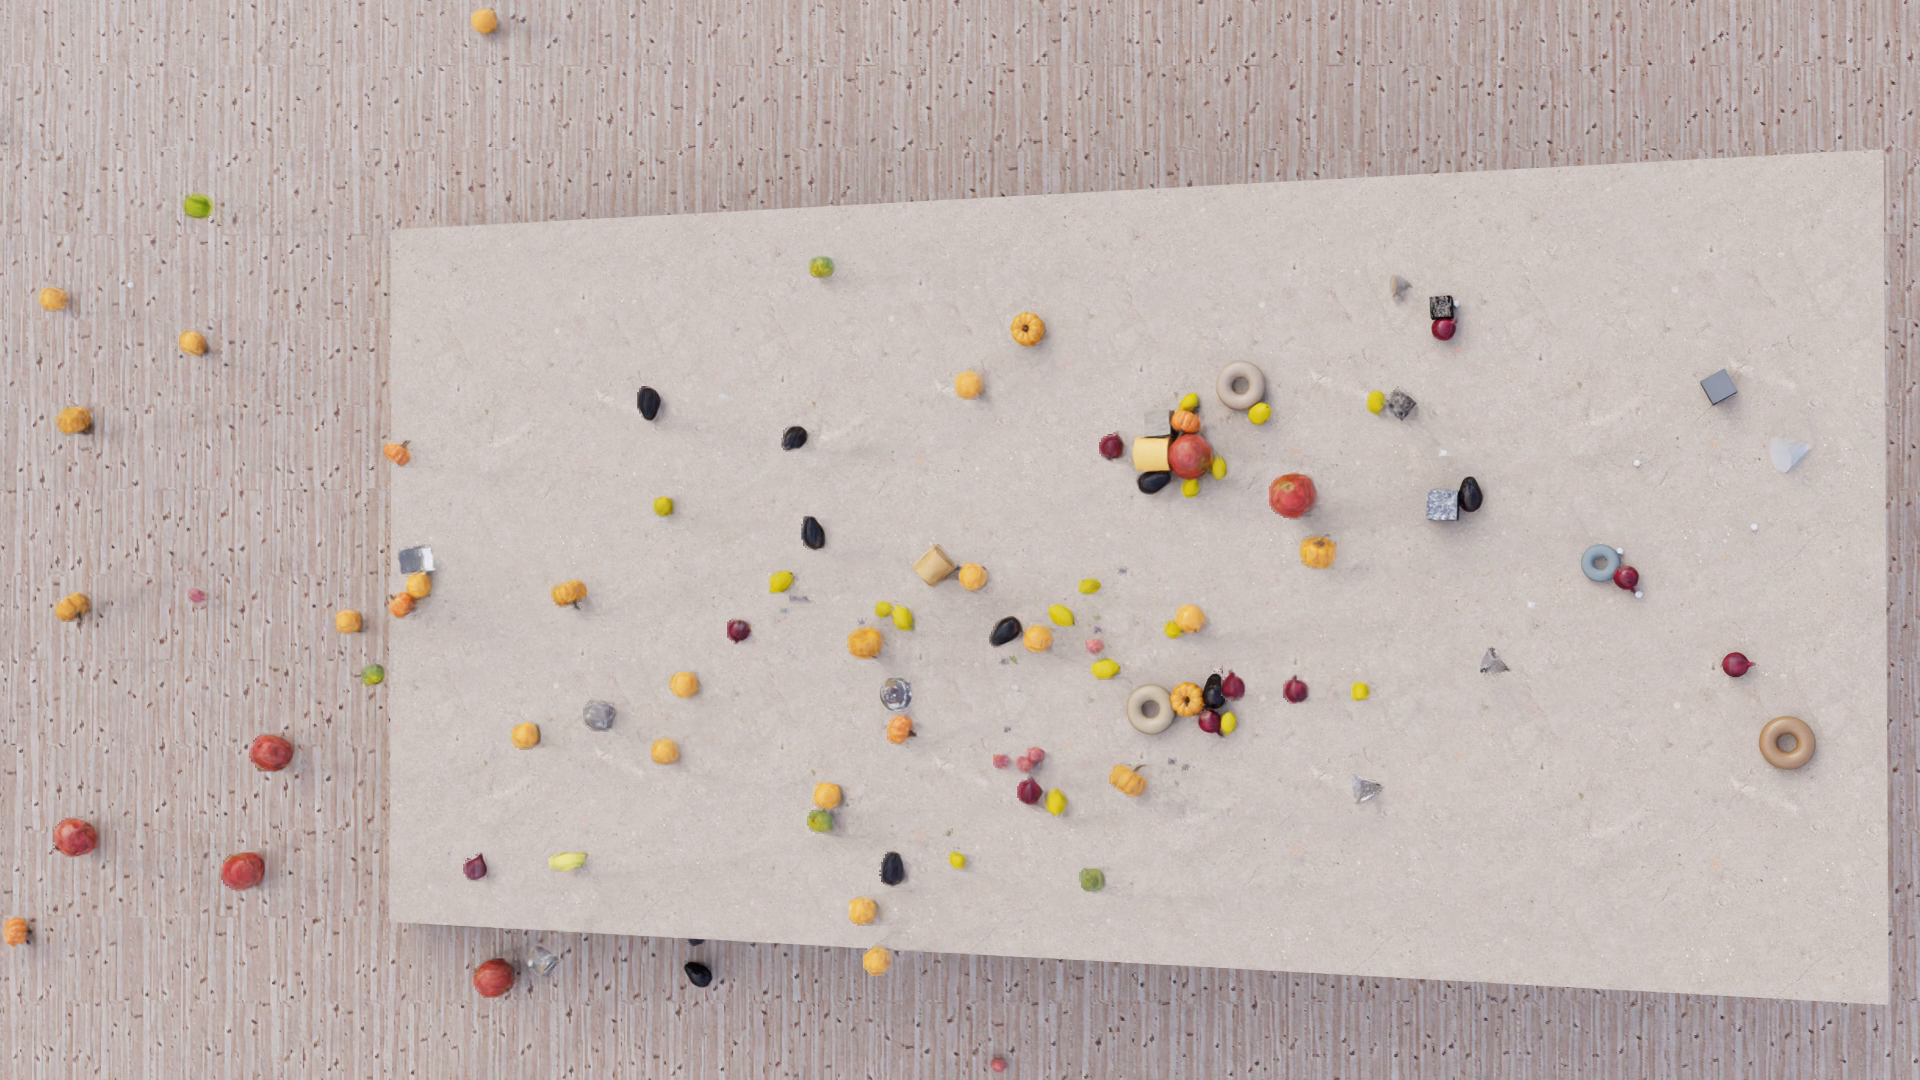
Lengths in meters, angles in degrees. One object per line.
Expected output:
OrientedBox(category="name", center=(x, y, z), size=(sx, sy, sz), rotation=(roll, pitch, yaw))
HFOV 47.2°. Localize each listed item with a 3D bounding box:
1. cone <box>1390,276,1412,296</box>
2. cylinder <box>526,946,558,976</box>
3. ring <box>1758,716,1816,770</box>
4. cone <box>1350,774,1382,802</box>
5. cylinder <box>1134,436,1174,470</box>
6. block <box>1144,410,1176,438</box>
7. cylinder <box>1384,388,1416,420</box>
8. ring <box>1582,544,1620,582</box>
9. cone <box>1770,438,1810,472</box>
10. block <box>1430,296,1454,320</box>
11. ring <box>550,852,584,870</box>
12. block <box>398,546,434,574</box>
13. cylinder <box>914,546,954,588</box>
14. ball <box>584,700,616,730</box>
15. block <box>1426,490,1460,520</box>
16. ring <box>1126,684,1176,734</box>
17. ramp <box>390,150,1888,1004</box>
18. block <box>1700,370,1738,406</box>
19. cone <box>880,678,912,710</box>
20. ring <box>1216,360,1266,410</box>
OrientedBox(category="cone", center=(1.104, -0.632, 5.479), size=(0.051, 0.051, 0.051), rotation=(3, 89, -9))
OrientedBox(category="cylinder", center=(-1.174, 1.184, 6.179), size=(0.062, 0.062, 0.062), rotation=(33, 89, 14))
OrientedBox(category="ring", center=(1.950, 0.478, 5.183), size=(0.127, 0.042, 0.127), rotation=(-1, 88, 17))
OrientedBox(category="cone", center=(1.024, 0.619, 5.481), size=(0.072, 0.072, 0.072), rotation=(6, 89, -21))
OrientedBox(category="cylinder", center=(0.496, -0.221, 5.633), size=(0.087, 0.087, 0.087), rotation=(0, 89, 18))
OrientedBox(category="block", center=(0.512, -0.298, 5.640), size=(0.065, 0.065, 0.065), rotation=(-4, 88, 18))
OrientedBox(category="cylinder", center=(1.093, -0.337, 5.459), size=(0.057, 0.057, 0.057), rotation=(41, 101, 1))
OrientedBox(category="ring", center=(1.551, 0.056, 5.322), size=(0.092, 0.031, 0.092), rotation=(0, 89, 17))
OrientedBox(category="cone", center=(1.973, -0.212, 5.188), size=(0.084, 0.084, 0.084), rotation=(-15, 89, -10))
OrientedBox(category="block", center=(1.190, -0.574, 5.435), size=(0.052, 0.052, 0.052), rotation=(-2, 89, 18))
OrientedBox(category="ring", center=(-1.093, 0.895, 6.117), size=(0.098, 0.098, 0.033), rotation=(-16, 75, 0))
OrientedBox(category="block", center=(-1.557, 0.058, 6.294), size=(0.067, 0.067, 0.067), rotation=(-10, 86, 17))
OrientedBox(category="cylinder", center=(-0.068, 0.072, 5.813), size=(0.077, 0.077, 0.077), rotation=(-44, 89, 12))
OrientedBox(category="ball", center=(-0.998, 0.486, 6.099), size=(0.086, 0.086, 0.086), rotation=(0, 89, 0))
OrientedBox(category="block", center=(1.190, -0.086, 5.417), size=(0.073, 0.073, 0.073), rotation=(2, 90, 18))
OrientedBox(category="ring", center=(0.491, 0.435, 5.649), size=(0.130, 0.043, 0.130), rotation=(0, 89, 16))
OrientedBox(category="ramp", center=(0.275, 0.093, 5.797), size=(4.000, 0.100, 2.000), rotation=(0, 89, 18))
OrientedBox(category="block", center=(1.805, -0.364, 5.231), size=(0.062, 0.062, 0.062), rotation=(-30, 81, 15))
OrientedBox(category="cone", center=(-0.186, 0.411, 5.839), size=(0.091, 0.091, 0.091), rotation=(0, 89, 18))
OrientedBox(category="ring", center=(0.714, -0.392, 5.590), size=(0.128, 0.043, 0.128), rotation=(0, 90, 17))
